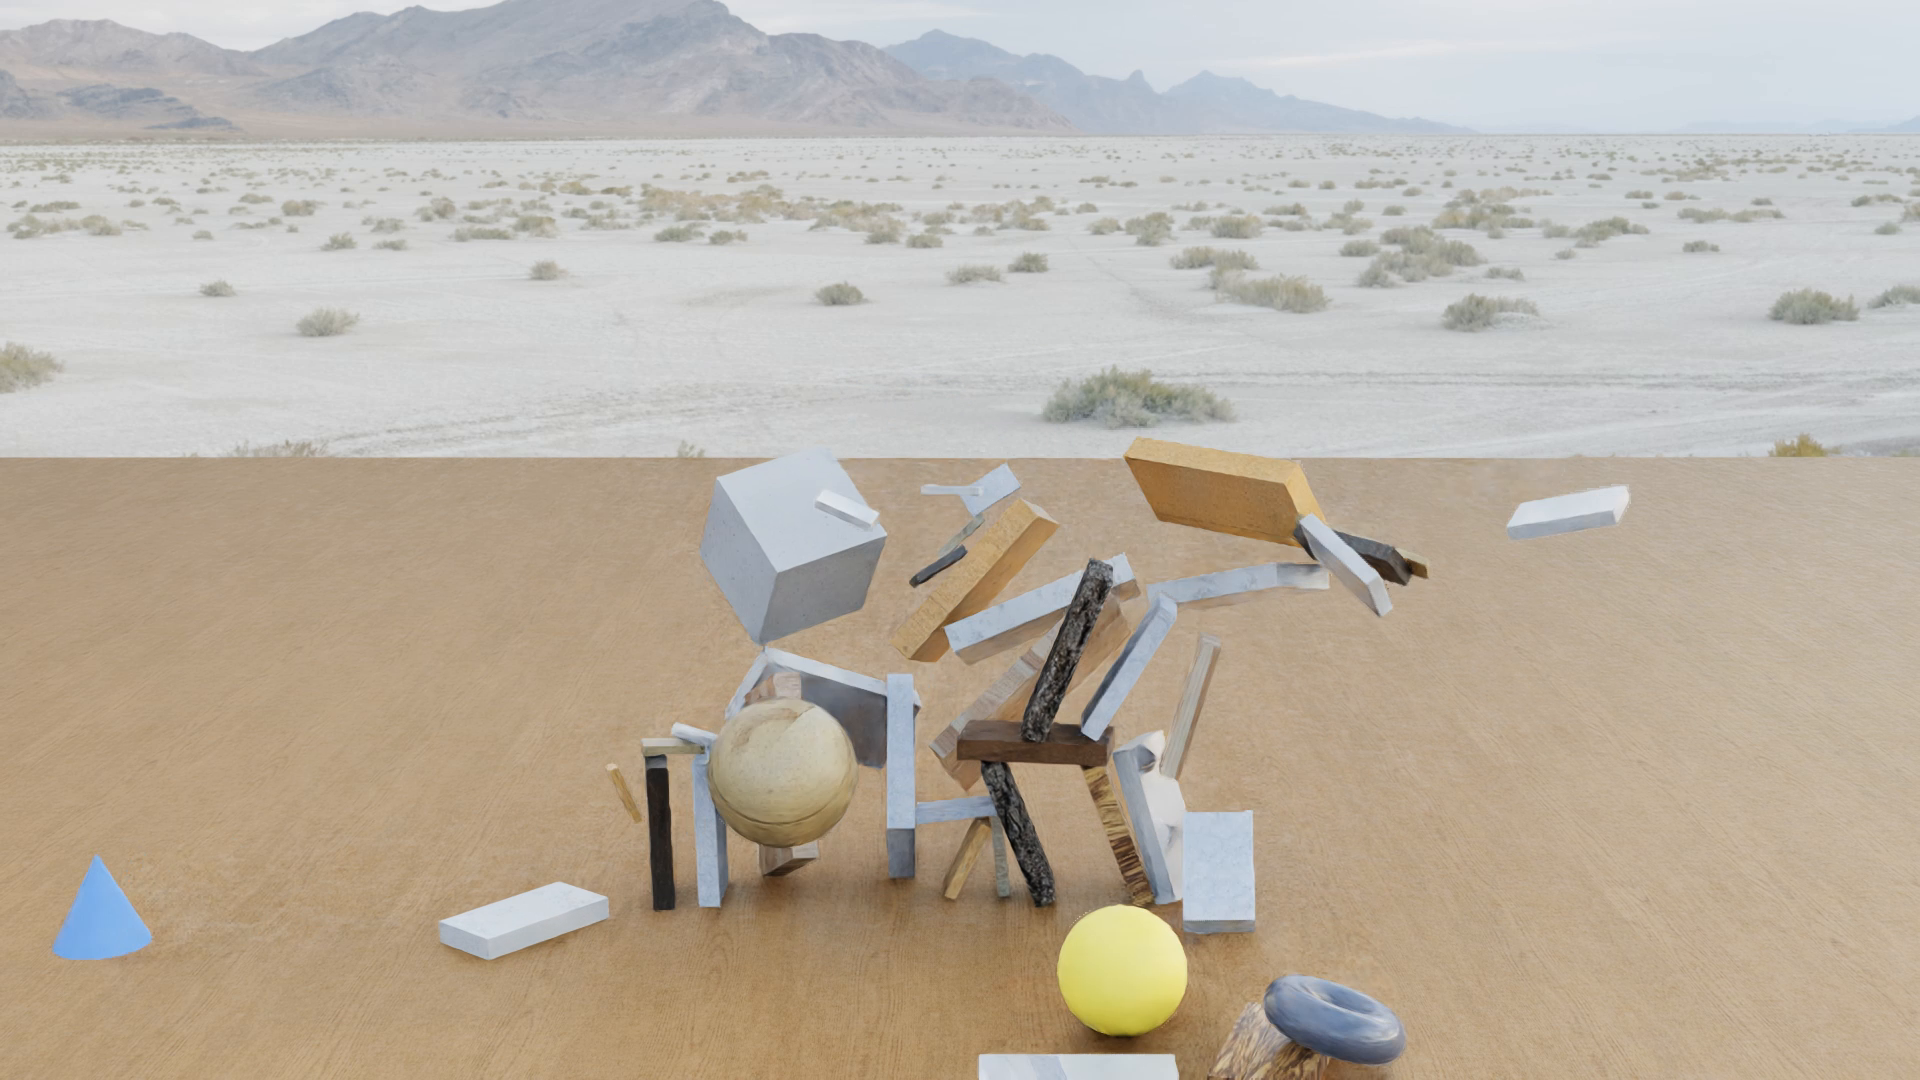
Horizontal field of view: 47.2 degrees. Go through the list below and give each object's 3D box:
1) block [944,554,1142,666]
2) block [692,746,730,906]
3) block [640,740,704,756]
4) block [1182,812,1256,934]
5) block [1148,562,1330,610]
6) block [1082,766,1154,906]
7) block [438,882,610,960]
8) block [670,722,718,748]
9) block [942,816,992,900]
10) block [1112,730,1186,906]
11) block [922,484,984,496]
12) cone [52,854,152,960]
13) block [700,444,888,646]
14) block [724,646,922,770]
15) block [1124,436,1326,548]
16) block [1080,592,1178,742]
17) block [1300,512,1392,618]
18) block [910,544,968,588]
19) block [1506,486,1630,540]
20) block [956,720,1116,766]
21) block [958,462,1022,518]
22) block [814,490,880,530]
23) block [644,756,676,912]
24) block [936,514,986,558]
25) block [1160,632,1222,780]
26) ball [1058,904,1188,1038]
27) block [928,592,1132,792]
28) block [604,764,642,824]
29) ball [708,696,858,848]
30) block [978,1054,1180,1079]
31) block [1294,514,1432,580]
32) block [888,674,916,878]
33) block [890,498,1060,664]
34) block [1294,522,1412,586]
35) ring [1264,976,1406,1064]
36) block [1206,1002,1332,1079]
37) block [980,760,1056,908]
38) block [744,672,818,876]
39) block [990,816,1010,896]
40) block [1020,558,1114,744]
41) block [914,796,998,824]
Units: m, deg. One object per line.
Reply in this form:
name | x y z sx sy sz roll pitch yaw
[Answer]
block | 0.153 0.128 3.982 0.347 0.049 0.174 -22 -14 4
block | -0.413 0.471 3.643 0.034 0.243 0.122 -1 10 2
block | -0.473 0.341 3.622 0.099 0.014 0.050 1 9 -15
block | 0.419 0.536 3.558 0.113 0.032 0.227 -2 41 8
block | 0.481 0.081 3.815 0.144 0.041 0.287 4 -11 -44
block | 0.259 0.471 3.643 0.035 0.247 0.123 -21 10 4
block | -0.692 0.604 3.500 0.121 0.034 0.243 9 14 39
block | -0.427 0.327 3.638 0.099 0.014 0.049 17 5 -3
block | 0.011 0.525 3.660 0.019 0.137 0.068 26 8 -8
block | 0.332 0.460 3.657 0.037 0.262 0.131 -16 2 30
block | -0.012 -0.081 3.565 0.094 0.013 0.047 2 3 8
cone | -1.344 0.559 3.433 0.147 0.147 0.147 0 11 0
block | -0.296 0.008 3.855 0.218 0.218 0.218 -19 61 -29
block | -0.245 0.304 3.952 0.316 0.158 0.045 19 28 -28
block | 0.470 -0.084 3.892 0.347 0.174 0.049 12 56 41
block | 0.276 0.206 3.595 0.032 0.244 0.113 31 11 -2
block | 0.626 0.040 3.573 0.026 0.093 0.185 -36 45 -5
block | -0.036 0.044 3.601 0.097 0.014 0.049 -32 -6 -19
block | 1.027 -0.045 3.713 0.185 0.026 0.093 -11 22 35
block | 0.127 0.334 3.626 0.247 0.035 0.123 2 11 10
block | 0.048 -0.083 3.624 0.094 0.047 0.013 -32 -4 1
block | -0.182 -0.048 3.544 0.097 0.014 0.049 24 27 5
block | -0.495 0.474 3.619 0.034 0.243 0.121 -3 12 -10
block | 0.002 -0.005 3.637 0.097 0.014 0.049 -43 -3 -2
block | 0.376 0.270 3.590 0.032 0.227 0.113 17 8 3
ball | 0.228 0.605 3.089 0.182 0.182 0.182 0 11 0
block | 0.127 0.261 3.873 0.041 0.412 0.144 42 -11 32
block | -0.556 0.419 3.639 0.014 0.099 0.049 -27 11 -16
ball | -0.284 0.372 3.526 0.241 0.241 0.241 0 11 0
block | 0.155 0.718 2.879 0.262 0.037 0.131 0 11 0
block | 0.679 0.011 3.714 0.242 0.013 0.047 21 -24 28
block | -0.101 0.404 3.785 0.045 0.158 0.316 0 50 -1
block | 0.029 0.077 3.994 0.049 0.347 0.174 44 7 15
block | 0.659 0.022 3.695 0.185 0.026 0.093 17 -18 39
ring | 0.502 0.643 2.953 0.197 0.066 0.197 17 5 -1
block | 0.427 0.699 2.978 0.131 0.037 0.262 4 11 19
block | 0.096 0.472 3.643 0.035 0.247 0.123 -22 10 4
block | -0.305 0.398 3.729 0.045 0.316 0.158 1 -19 -25
block | 0.067 0.518 3.667 0.019 0.137 0.068 -6 7 2
block | 0.175 0.179 3.592 0.041 0.287 0.144 23 11 0
block | -0.005 0.449 3.662 0.137 0.019 0.068 -7 7 4
